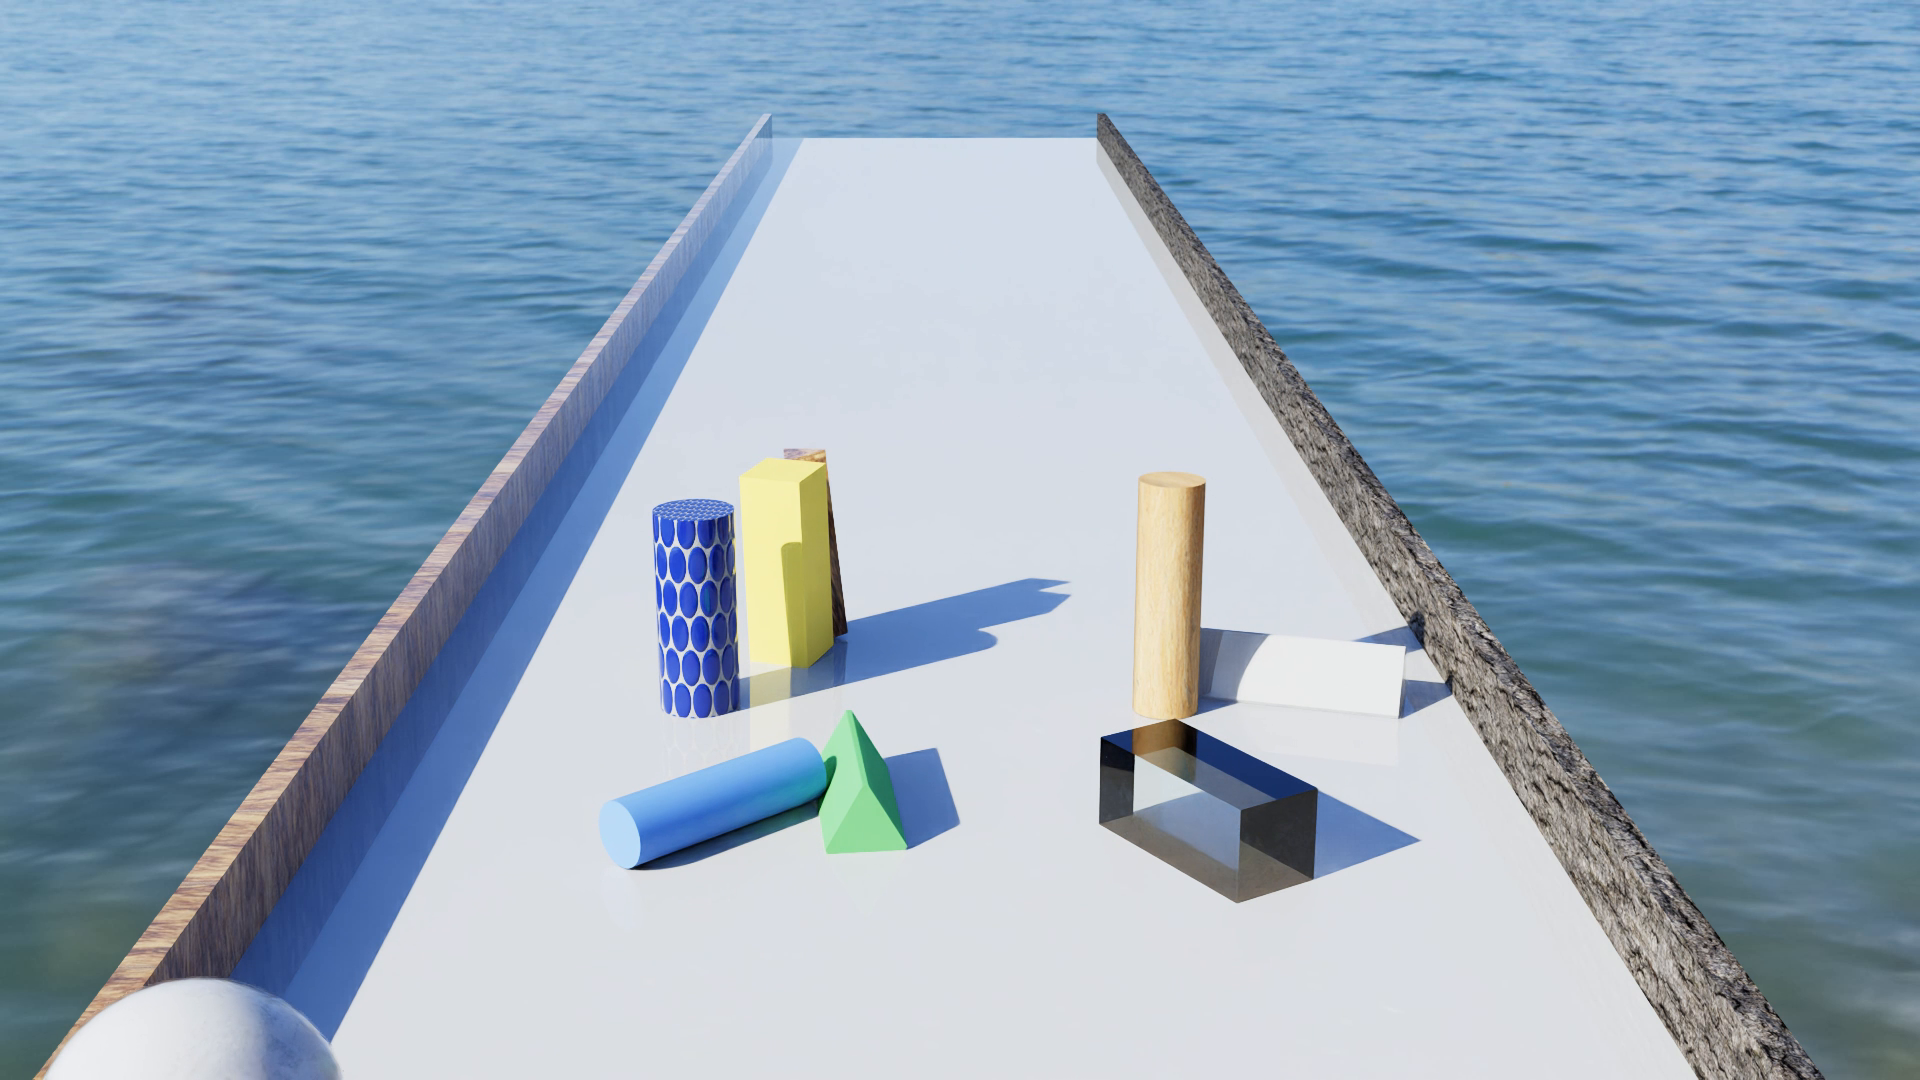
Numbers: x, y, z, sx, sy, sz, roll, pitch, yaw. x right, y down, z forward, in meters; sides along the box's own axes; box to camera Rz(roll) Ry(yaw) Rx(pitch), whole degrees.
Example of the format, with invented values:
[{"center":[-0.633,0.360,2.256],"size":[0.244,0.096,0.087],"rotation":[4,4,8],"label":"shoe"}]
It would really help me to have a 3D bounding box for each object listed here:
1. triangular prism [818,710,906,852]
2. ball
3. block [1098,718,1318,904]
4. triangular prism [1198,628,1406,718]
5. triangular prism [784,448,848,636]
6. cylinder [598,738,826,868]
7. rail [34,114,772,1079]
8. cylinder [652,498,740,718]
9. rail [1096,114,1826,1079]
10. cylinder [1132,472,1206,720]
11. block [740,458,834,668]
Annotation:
[{"center":[-0.172,0.397,3.683],"size":[0.130,0.113,0.341],"rotation":[-2,17,-7],"label":"triangular prism"},{"center":[-0.847,0.656,2.428],"size":[0.338,0.338,0.338],"rotation":[0,17,0],"label":"ball"},{"center":[0.391,0.427,3.519],"size":[0.155,0.155,0.355],"rotation":[-10,20,-31],"label":"block"},{"center":[0.619,0.238,4.207],"size":[0.454,0.117,0.136],"rotation":[5,17,16],"label":"triangular prism"},{"center":[-0.313,0.009,4.496],"size":[0.094,0.395,0.082],"rotation":[-18,22,-33],"label":"triangular prism"},{"center":[-0.400,0.426,3.597],"size":[0.385,0.111,0.111],"rotation":[-16,23,-42],"label":"cylinder"},{"center":[-1.118,-0.838,7.780],"size":[0.050,0.150,12.000],"rotation":[0,17,-1],"label":"rail"},{"center":[-0.493,0.128,4.124],"size":[0.152,0.384,0.152],"rotation":[0,17,0],"label":"cylinder"},{"center":[0.932,-0.844,7.801],"size":[0.050,0.150,12.000],"rotation":[0,17,-1],"label":"rail"},{"center":[0.388,0.103,4.095],"size":[0.123,0.445,0.123],"rotation":[0,16,0],"label":"cylinder"},{"center":[-0.343,0.045,4.379],"size":[0.127,0.389,0.127],"rotation":[6,21,20],"label":"block"}]
